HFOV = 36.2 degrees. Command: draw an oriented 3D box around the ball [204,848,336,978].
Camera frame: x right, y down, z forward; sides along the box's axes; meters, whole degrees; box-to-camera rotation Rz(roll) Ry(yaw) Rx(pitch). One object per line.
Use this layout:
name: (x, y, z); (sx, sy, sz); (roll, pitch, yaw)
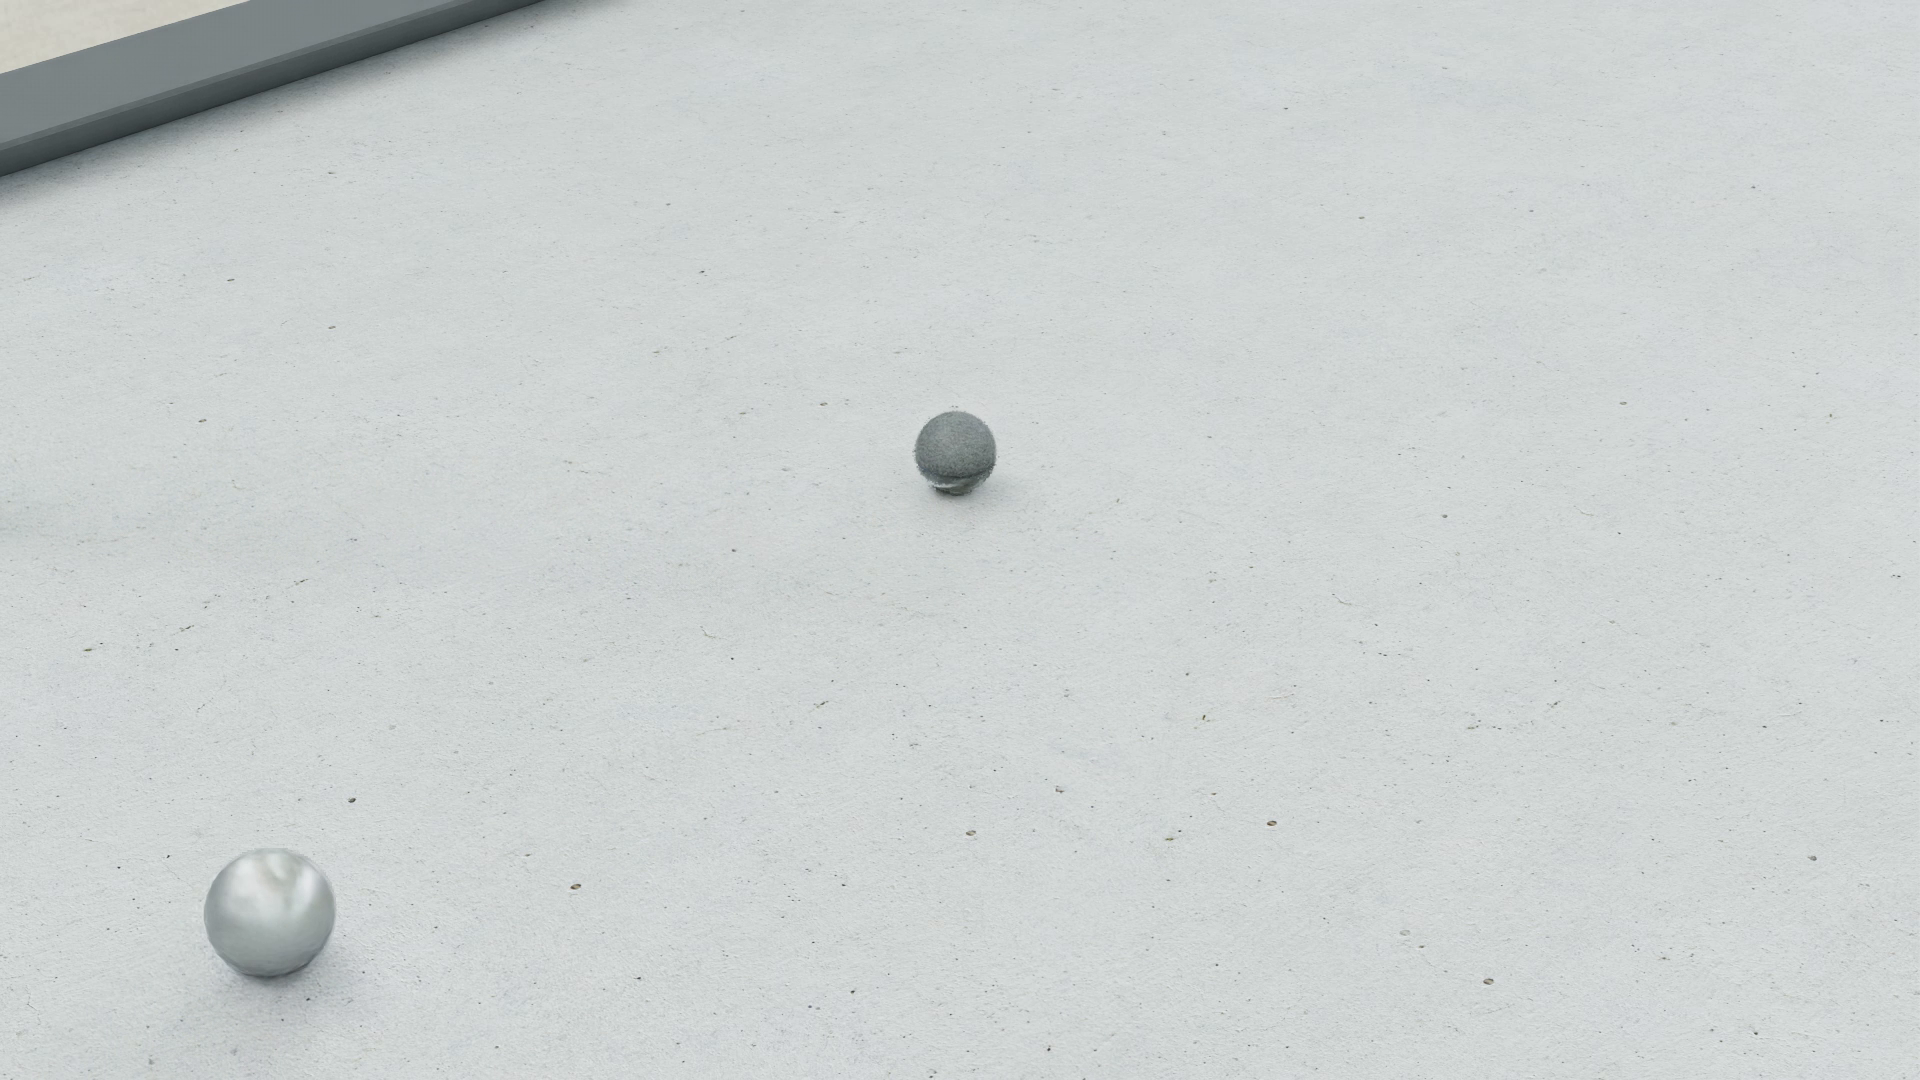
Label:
ball: (-0.324, 0.175, 1.380); (0.060, 0.060, 0.060); (0, 27, 0)

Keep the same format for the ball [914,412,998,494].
ball: (-0.003, -0.055, 1.844); (0.052, 0.052, 0.052); (0, 27, 0)

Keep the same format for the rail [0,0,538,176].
rail: (-0.184, -0.665, 3.018); (0.045, 0.081, 4.156); (19, 32, 33)
